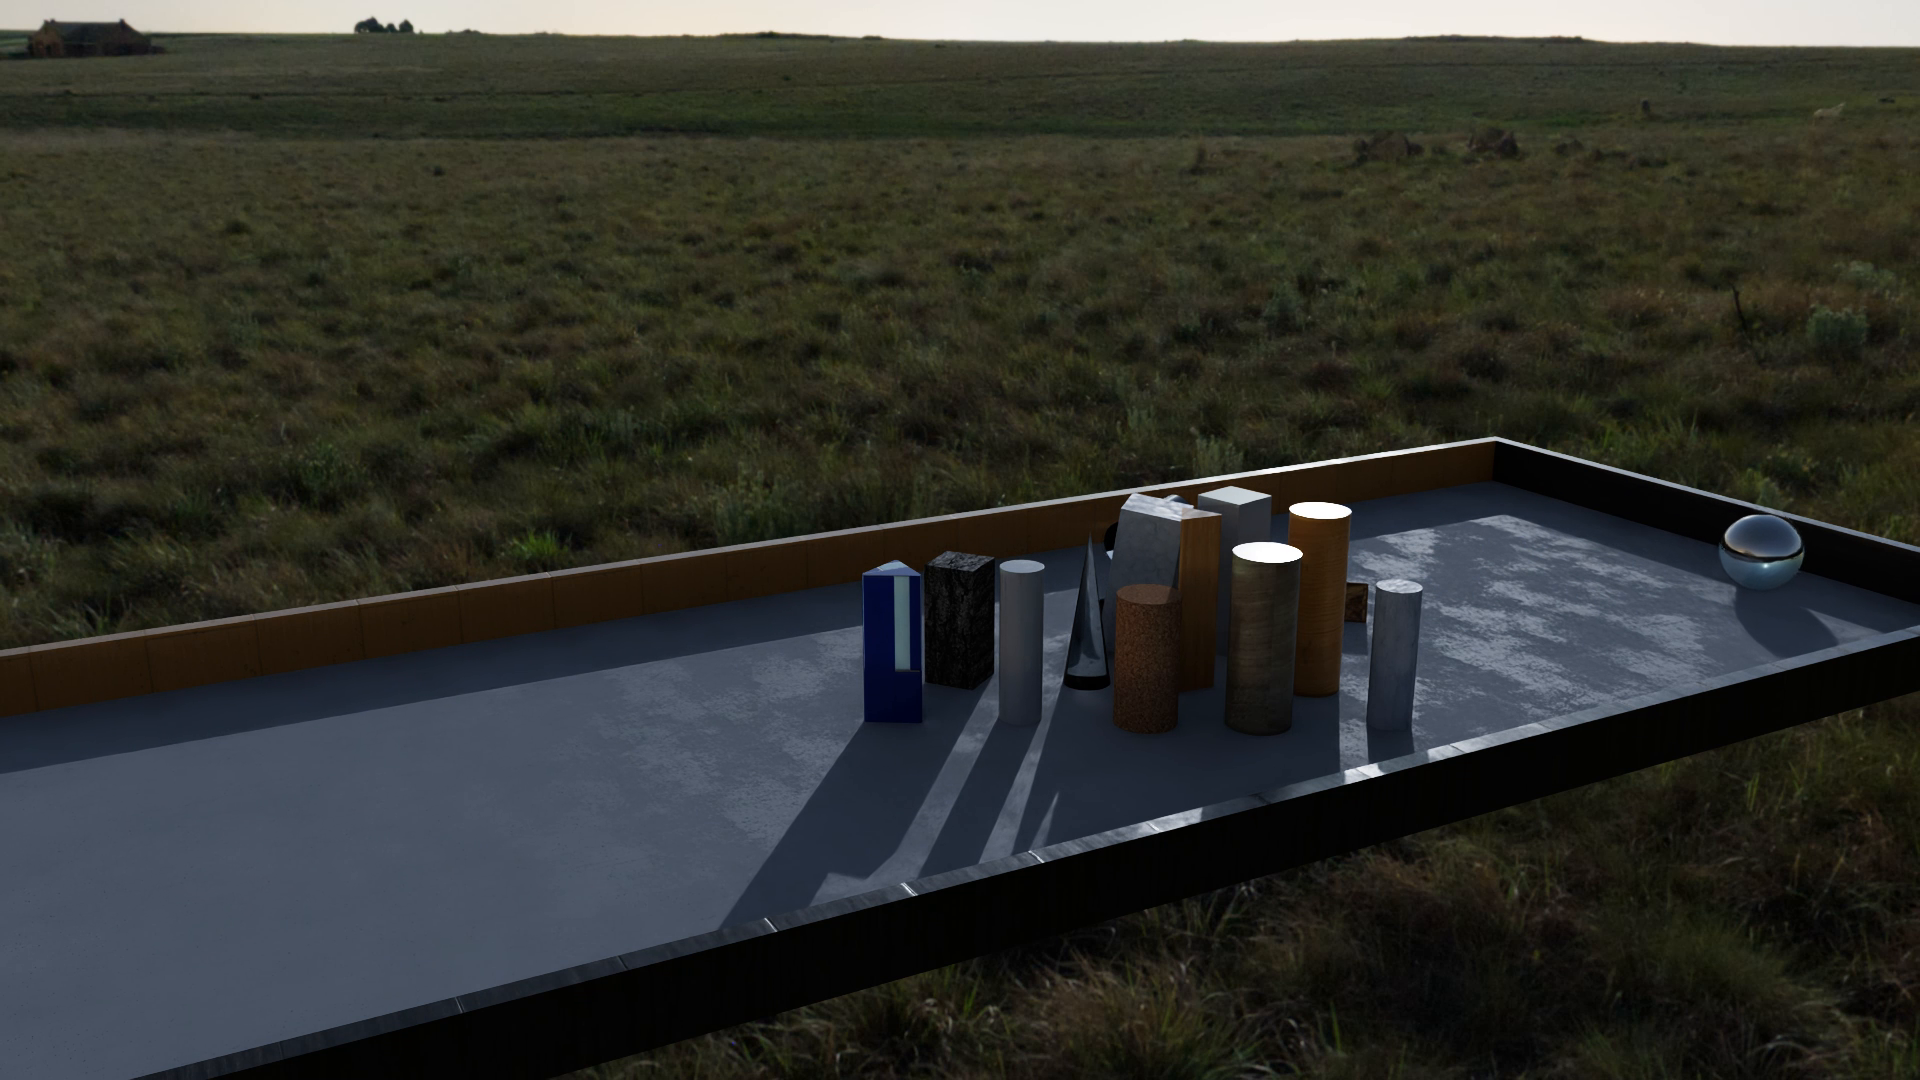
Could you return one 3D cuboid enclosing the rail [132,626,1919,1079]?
[{"bbox_3d":[-2.336,1.006,1.665,12.000,0.150,0.050,-9,18,-27],"label":"rail"}]

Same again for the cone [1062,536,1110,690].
[{"bbox_3d":[0.318,0.166,4.087,0.120,0.396,0.120,0,16,0],"label":"cone"}]

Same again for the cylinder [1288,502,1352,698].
[{"bbox_3d":[0.871,0.147,4.046,0.146,0.456,0.146,0,16,0],"label":"cylinder"}]

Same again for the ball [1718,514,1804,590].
[{"bbox_3d":[2.349,0.035,4.836,0.226,0.226,0.226,0,16,0],"label":"ball"}]

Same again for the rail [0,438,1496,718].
[{"bbox_3d":[-3.305,0.497,3.399,12.000,0.150,0.050,-9,18,-27],"label":"rail"}]

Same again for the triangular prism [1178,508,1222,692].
[{"bbox_3d":[0.565,0.145,4.073,0.109,0.444,0.094,-7,18,-21],"label":"triangular prism"}]

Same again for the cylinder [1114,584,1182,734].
[{"bbox_3d":[0.437,0.276,3.852,0.152,0.317,0.152,0,16,0],"label":"cylinder"}]

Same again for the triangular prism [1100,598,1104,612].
[{"bbox_3d":[0.480,0.180,4.591,0.329,0.081,0.093,-12,20,-36],"label":"triangular prism"}]

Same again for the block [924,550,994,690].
[{"bbox_3d":[0.000,0.200,4.127,0.132,0.309,0.132,8,18,24],"label":"block"}]

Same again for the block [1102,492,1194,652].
[{"bbox_3d":[0.483,0.097,4.306,0.164,0.386,0.164,13,19,13],"label":"block"}]

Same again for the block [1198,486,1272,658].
[{"bbox_3d":[0.713,0.083,4.333,0.135,0.416,0.135,-14,22,-40],"label":"block"}]

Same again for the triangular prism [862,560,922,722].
[{"bbox_3d":[-0.154,0.238,3.898,0.135,0.364,0.117,1,16,3],"label":"triangular prism"}]

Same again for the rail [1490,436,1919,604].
[{"bbox_3d":[2.466,-0.048,5.253,0.050,0.150,2.100,-9,18,-27],"label":"rail"}]

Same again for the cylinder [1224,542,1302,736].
[{"bbox_3d":[0.702,0.230,3.828,0.156,0.420,0.156,0,16,0],"label":"cylinder"}]

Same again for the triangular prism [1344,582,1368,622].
[{"bbox_3d":[0.941,0.155,4.650,0.404,0.095,0.110,4,16,12],"label":"triangular prism"}]

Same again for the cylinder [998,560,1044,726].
[{"bbox_3d":[0.143,0.241,3.870,0.103,0.375,0.103,0,16,0],"label":"cylinder"}]

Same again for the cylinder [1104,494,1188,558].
[{"bbox_3d":[0.601,-0.033,5.212,0.143,0.143,0.372,9,19,29],"label":"cylinder"}]

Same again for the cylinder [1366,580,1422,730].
[{"bbox_3d":[1.011,0.268,3.843,0.104,0.338,0.104,0,16,0],"label":"cylinder"}]
